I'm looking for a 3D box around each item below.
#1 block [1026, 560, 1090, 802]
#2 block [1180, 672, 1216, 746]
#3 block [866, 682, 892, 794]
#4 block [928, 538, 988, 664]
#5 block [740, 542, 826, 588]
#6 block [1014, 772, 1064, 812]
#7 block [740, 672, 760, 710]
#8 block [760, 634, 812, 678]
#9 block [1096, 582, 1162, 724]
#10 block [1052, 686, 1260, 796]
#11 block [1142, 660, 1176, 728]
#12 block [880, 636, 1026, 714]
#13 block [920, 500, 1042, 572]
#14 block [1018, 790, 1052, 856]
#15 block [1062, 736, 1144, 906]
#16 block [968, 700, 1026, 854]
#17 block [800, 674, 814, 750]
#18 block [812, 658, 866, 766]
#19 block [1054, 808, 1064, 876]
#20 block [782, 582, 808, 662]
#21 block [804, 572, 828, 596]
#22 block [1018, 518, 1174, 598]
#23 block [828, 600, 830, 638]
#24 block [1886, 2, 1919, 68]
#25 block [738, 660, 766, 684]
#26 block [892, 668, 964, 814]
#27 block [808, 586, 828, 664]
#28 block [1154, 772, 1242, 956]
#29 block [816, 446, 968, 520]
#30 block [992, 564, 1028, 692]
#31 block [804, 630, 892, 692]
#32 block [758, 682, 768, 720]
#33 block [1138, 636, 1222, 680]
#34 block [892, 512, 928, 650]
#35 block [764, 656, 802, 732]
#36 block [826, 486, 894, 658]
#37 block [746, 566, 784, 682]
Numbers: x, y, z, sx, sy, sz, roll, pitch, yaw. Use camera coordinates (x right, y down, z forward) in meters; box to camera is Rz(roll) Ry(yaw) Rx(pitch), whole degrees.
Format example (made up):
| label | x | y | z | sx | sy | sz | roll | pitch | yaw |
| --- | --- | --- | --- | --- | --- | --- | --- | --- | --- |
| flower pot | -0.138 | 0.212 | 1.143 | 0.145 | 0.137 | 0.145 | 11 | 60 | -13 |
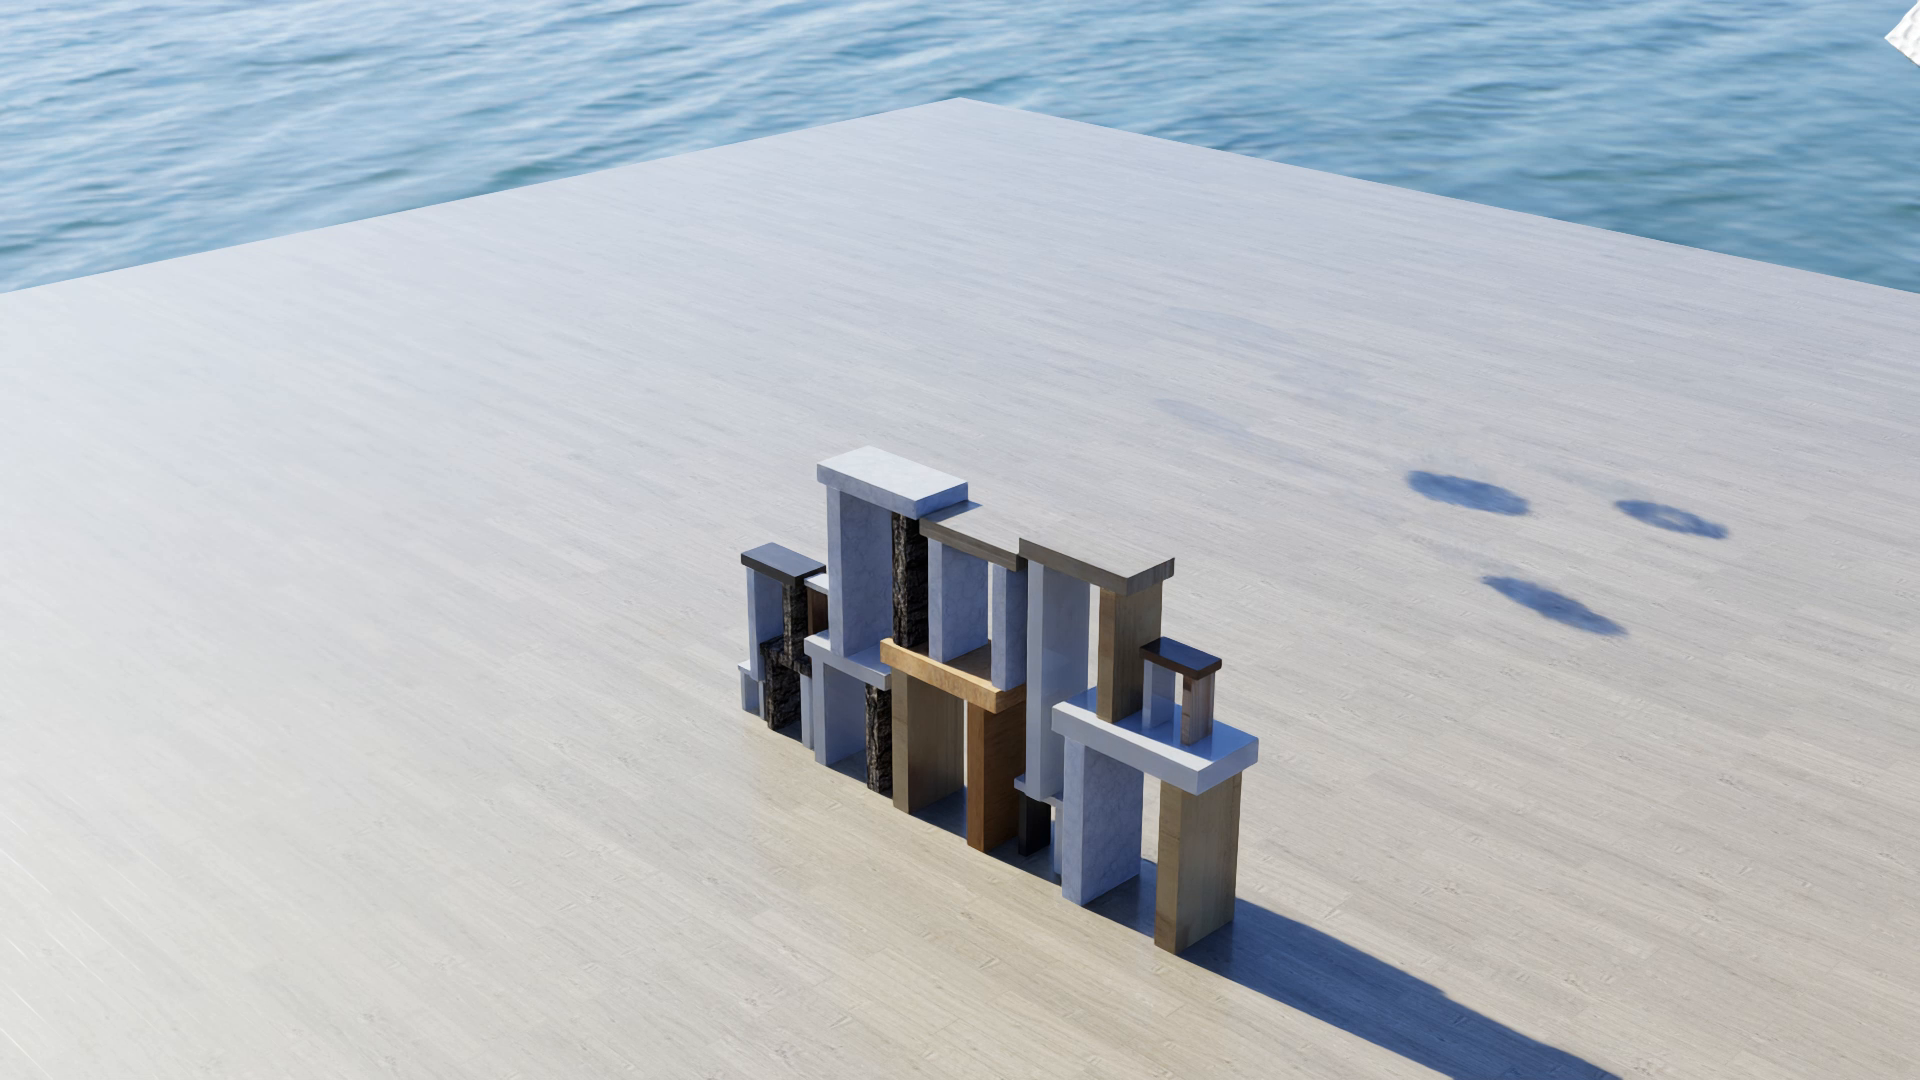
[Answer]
| label | x | y | z | sx | sy | sz | roll | pitch | yaw |
| --- | --- | --- | --- | --- | --- | --- | --- | --- | --- |
| block | 0.184 | 0.248 | 4.132 | 0.037 | 0.490 | 0.130 | 21 | 31 | 41 |
| block | 0.422 | 0.292 | 3.897 | 0.019 | 0.134 | 0.067 | 21 | 31 | 41 |
| block | -0.136 | 0.389 | 4.532 | 0.035 | 0.245 | 0.122 | 21 | 31 | 41 |
| block | -0.003 | 0.100 | 4.267 | 0.036 | 0.255 | 0.127 | 21 | 31 | 41 |
| block | -0.374 | 0.052 | 4.650 | 0.175 | 0.025 | 0.088 | 21 | 31 | 41 |
| block | 0.180 | 0.481 | 4.238 | 0.142 | 0.020 | 0.071 | 21 | 31 | 41 |
| block | -0.462 | 0.327 | 4.868 | 0.013 | 0.094 | 0.047 | 21 | 31 | 41 |
| block | -0.340 | 0.246 | 4.705 | 0.174 | 0.025 | 0.087 | 21 | 31 | 41 |
| block | 0.307 | 0.190 | 3.974 | 0.037 | 0.260 | 0.130 | 21 | 31 | 41 |
| block | 0.351 | 0.352 | 3.989 | 0.344 | 0.049 | 0.172 | 21 | 31 | 41 |
| block | 0.359 | 0.267 | 3.955 | 0.019 | 0.134 | 0.067 | 21 | 31 | 41 |
| block | 0.011 | 0.243 | 4.315 | 0.319 | 0.045 | 0.159 | 21 | 31 | 41 |
| block | 0.058 | -0.010 | 4.155 | 0.255 | 0.036 | 0.127 | 21 | 31 | 41 |
| block | 0.147 | 0.542 | 4.301 | 0.020 | 0.142 | 0.071 | 21 | 31 | 41 |
| block | 0.270 | 0.501 | 4.140 | 0.049 | 0.344 | 0.172 | 21 | 31 | 41 |
| block | 0.086 | 0.440 | 4.317 | 0.045 | 0.319 | 0.159 | 21 | 31 | 41 |
| block | -0.299 | 0.353 | 4.706 | 0.025 | 0.174 | 0.087 | 21 | 31 | 41 |
| block | -0.252 | 0.343 | 4.638 | 0.035 | 0.245 | 0.122 | 21 | 31 | 41 |
| block | 0.214 | 0.568 | 4.239 | 0.020 | 0.142 | 0.071 | 21 | 31 | 41 |
| block | -0.332 | 0.160 | 4.651 | 0.025 | 0.175 | 0.088 | 21 | 31 | 41 |
| block | -0.274 | 0.094 | 4.560 | 0.048 | 0.014 | 0.096 | -22 | 31 | -40 |
| block | 0.245 | 0.030 | 3.973 | 0.260 | 0.037 | 0.130 | 21 | 31 | 41 |
| block | -0.251 | 0.153 | 4.561 | 0.014 | 0.096 | 0.048 | 21 | 31 | 41 |
| block | 2.311 | -1.132 | 5.012 | 0.220 | 0.220 | 0.220 | 23 | 27 | -35 |
| block | -0.440 | 0.286 | 4.827 | 0.095 | 0.013 | 0.047 | 21 | 31 | 41 |
| block | -0.064 | 0.381 | 4.455 | 0.045 | 0.319 | 0.159 | 21 | 31 | 41 |
| block | -0.296 | 0.173 | 4.618 | 0.014 | 0.177 | 0.048 | 21 | 31 | 41 |
| block | 0.433 | 0.564 | 3.991 | 0.049 | 0.344 | 0.172 | 21 | 31 | 41 |
| block | -0.134 | -0.115 | 4.323 | 0.142 | 0.040 | 0.283 | -21 | 31 | -41 |
| block | 0.117 | 0.147 | 4.157 | 0.036 | 0.255 | 0.127 | 21 | 31 | 41 |
| block | -0.194 | 0.237 | 4.530 | 0.245 | 0.035 | 0.122 | 21 | 31 | 41 |
| block | -0.418 | 0.345 | 4.827 | 0.013 | 0.095 | 0.047 | 21 | 31 | 41 |
| block | 0.390 | 0.209 | 3.896 | 0.134 | 0.019 | 0.067 | 21 | 31 | 41 |
| block | -0.068 | 0.060 | 4.325 | 0.040 | 0.283 | 0.142 | 21 | 31 | 41 |
| block | -0.380 | 0.321 | 4.782 | 0.025 | 0.174 | 0.087 | 21 | 31 | 41 |
| block | -0.201 | 0.047 | 4.465 | 0.040 | 0.368 | 0.142 | 21 | 31 | 41 |
| block | -0.415 | 0.169 | 4.745 | 0.025 | 0.266 | 0.088 | 21 | 31 | 41 |
